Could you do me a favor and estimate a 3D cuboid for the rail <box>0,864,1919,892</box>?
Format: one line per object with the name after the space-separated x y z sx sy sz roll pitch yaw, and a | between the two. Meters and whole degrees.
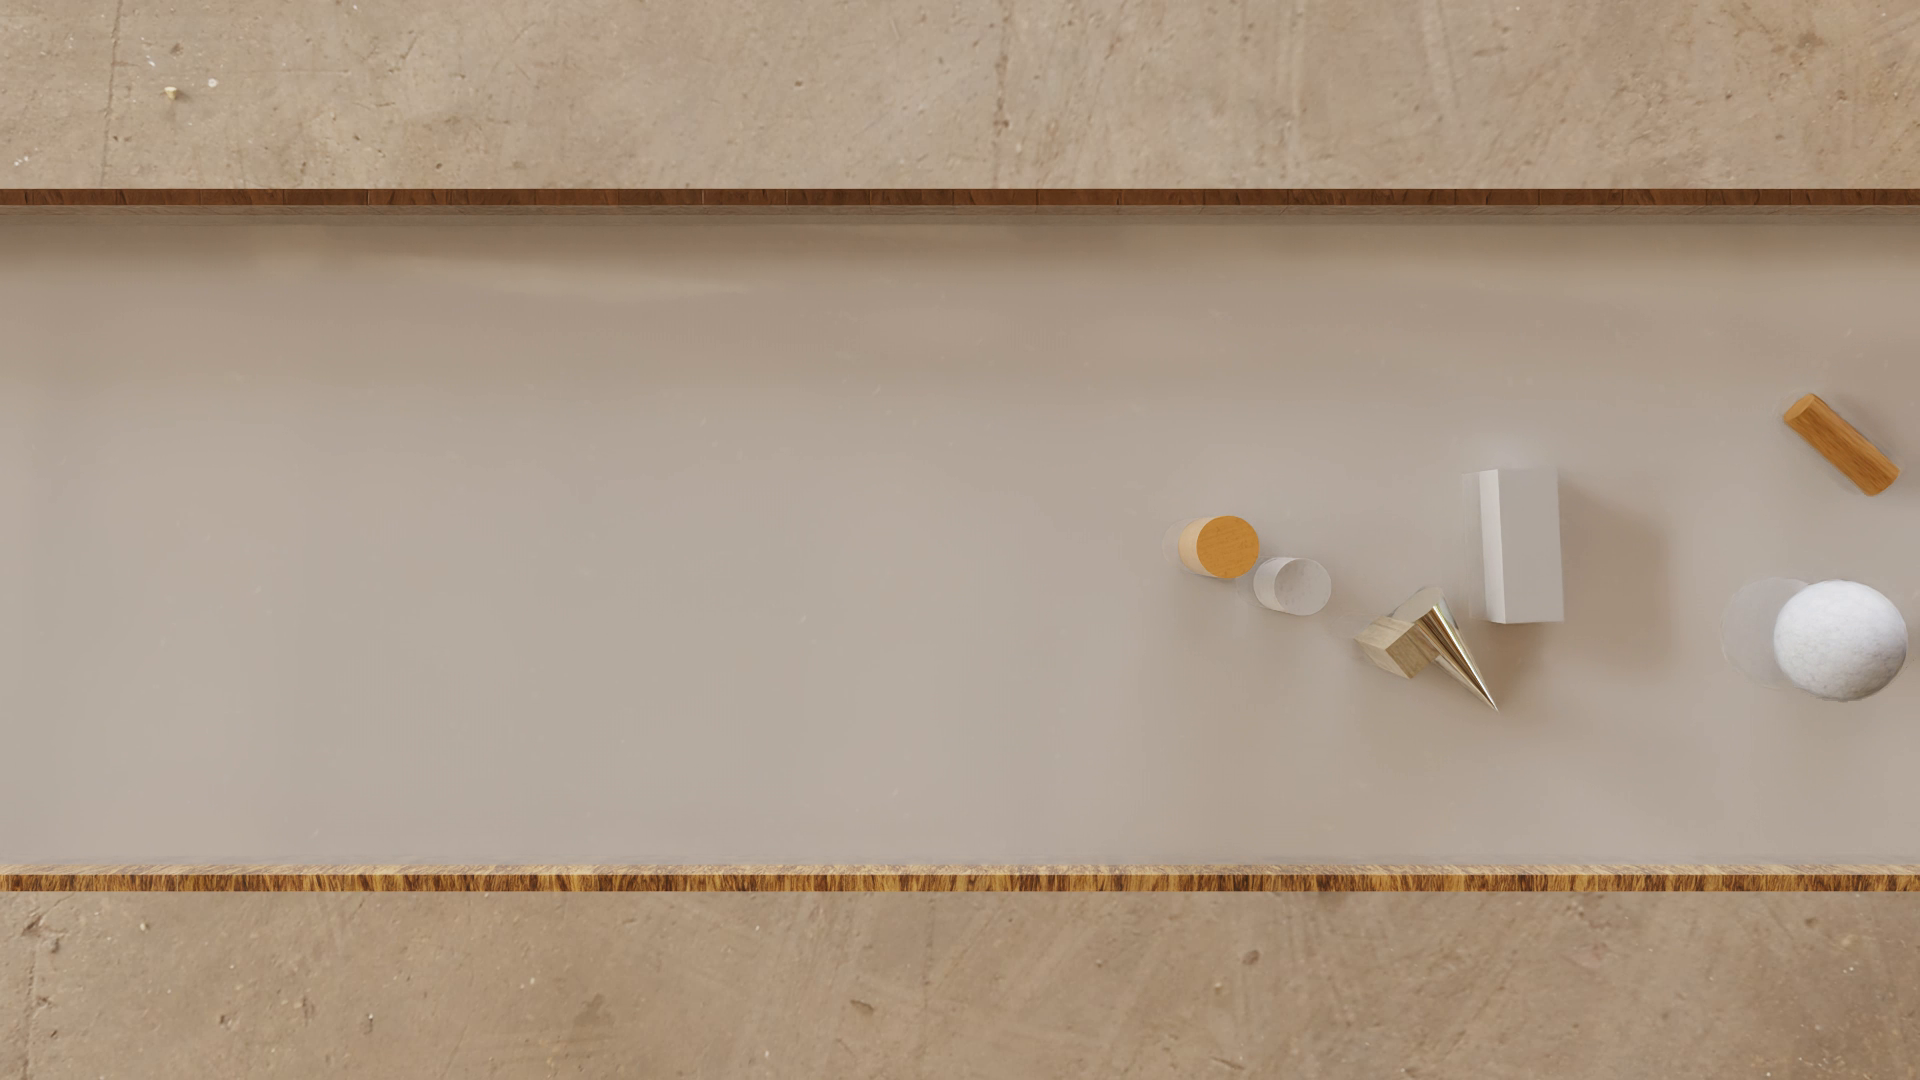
-2.247 1.025 5.001 12.000 0.150 0.050 0 90 0 | rail

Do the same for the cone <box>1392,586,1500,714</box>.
1.521 0.367 5.033 0.176 0.176 0.443 -40 101 0 | cone

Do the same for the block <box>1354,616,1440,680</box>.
1.285 0.313 4.871 0.112 0.408 0.112 -41 90 2 | block

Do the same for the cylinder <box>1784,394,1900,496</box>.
2.683 -0.291 5.020 0.343 0.114 0.114 41 90 0 | cylinder

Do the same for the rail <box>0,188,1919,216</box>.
-2.247 -1.025 5.002 12.000 0.150 0.050 0 90 0 | rail

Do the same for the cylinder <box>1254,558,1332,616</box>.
0.986 0.135 4.909 0.165 0.335 0.165 0 90 0 | cylinder

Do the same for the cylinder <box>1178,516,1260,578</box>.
0.760 0.020 4.879 0.179 0.396 0.179 0 90 0 | cylinder

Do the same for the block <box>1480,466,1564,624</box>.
1.697 0.015 4.989 0.174 0.174 0.460 -3 90 0 | block

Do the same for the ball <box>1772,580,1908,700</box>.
2.612 0.297 4.898 0.356 0.356 0.356 0 90 0 | ball
